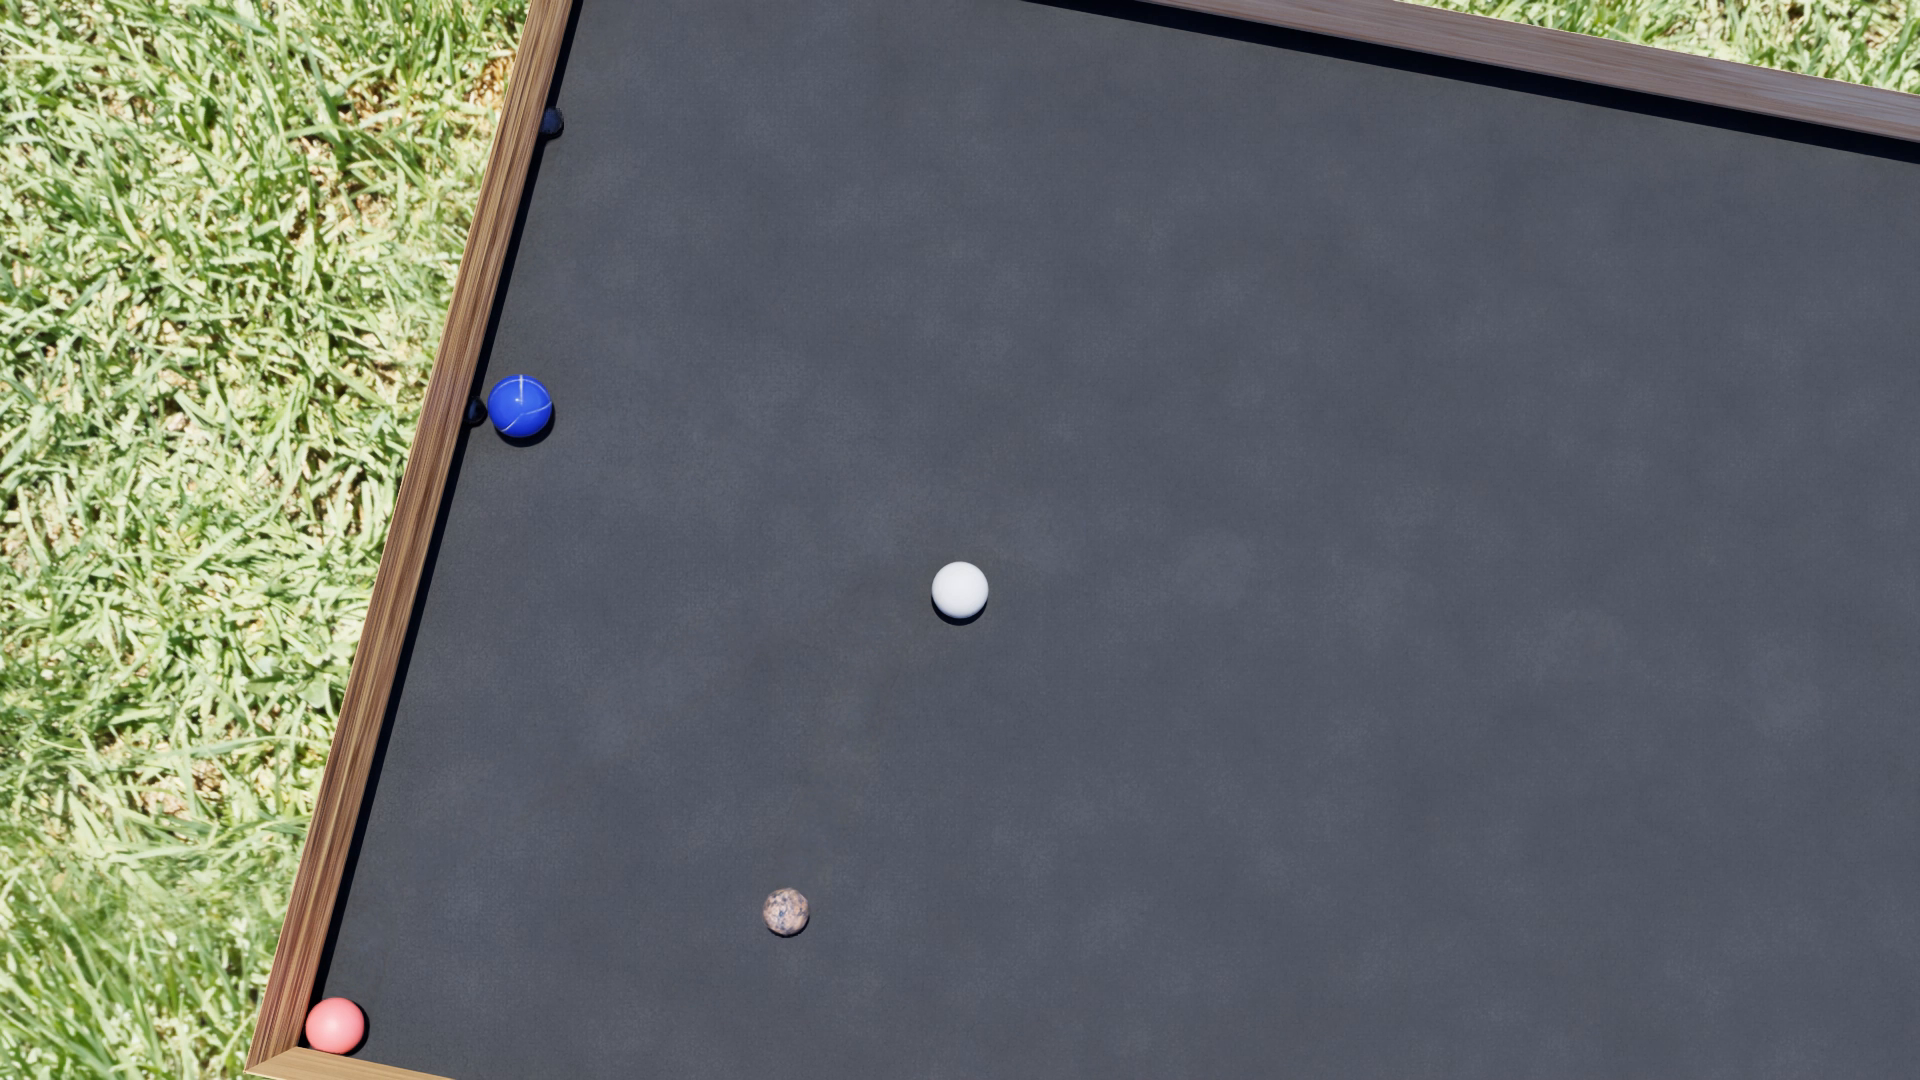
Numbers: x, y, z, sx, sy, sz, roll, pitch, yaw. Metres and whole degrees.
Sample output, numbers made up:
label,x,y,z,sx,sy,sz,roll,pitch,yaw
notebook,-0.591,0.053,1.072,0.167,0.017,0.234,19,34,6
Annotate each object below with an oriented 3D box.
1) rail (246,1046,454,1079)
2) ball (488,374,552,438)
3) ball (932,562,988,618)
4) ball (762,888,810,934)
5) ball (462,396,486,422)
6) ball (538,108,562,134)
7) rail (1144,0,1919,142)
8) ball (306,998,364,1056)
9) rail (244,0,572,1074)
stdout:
label,x,y,z,sx,sy,sz,roll,pitch,yaw
rail,0.624,1.045,3.044,3.294,0.126,0.045,11,77,3
ball,-0.673,-0.205,3.363,0.097,0.097,0.097,0,76,0
ball,0.000,0.075,3.301,0.086,0.086,0.086,0,76,0
ball,-0.253,0.540,3.198,0.067,0.067,0.067,0,76,0
ball,-0.752,-0.201,3.391,0.040,0.040,0.040,0,76,0
ball,-0.656,-0.667,3.502,0.043,0.043,0.043,0,76,0
rail,0.991,-0.746,3.478,3.294,0.126,0.045,11,77,3
ball,-0.896,0.697,3.152,0.082,0.082,0.082,0,76,0
rail,-0.784,-0.159,3.336,0.045,0.126,1.927,11,77,3
